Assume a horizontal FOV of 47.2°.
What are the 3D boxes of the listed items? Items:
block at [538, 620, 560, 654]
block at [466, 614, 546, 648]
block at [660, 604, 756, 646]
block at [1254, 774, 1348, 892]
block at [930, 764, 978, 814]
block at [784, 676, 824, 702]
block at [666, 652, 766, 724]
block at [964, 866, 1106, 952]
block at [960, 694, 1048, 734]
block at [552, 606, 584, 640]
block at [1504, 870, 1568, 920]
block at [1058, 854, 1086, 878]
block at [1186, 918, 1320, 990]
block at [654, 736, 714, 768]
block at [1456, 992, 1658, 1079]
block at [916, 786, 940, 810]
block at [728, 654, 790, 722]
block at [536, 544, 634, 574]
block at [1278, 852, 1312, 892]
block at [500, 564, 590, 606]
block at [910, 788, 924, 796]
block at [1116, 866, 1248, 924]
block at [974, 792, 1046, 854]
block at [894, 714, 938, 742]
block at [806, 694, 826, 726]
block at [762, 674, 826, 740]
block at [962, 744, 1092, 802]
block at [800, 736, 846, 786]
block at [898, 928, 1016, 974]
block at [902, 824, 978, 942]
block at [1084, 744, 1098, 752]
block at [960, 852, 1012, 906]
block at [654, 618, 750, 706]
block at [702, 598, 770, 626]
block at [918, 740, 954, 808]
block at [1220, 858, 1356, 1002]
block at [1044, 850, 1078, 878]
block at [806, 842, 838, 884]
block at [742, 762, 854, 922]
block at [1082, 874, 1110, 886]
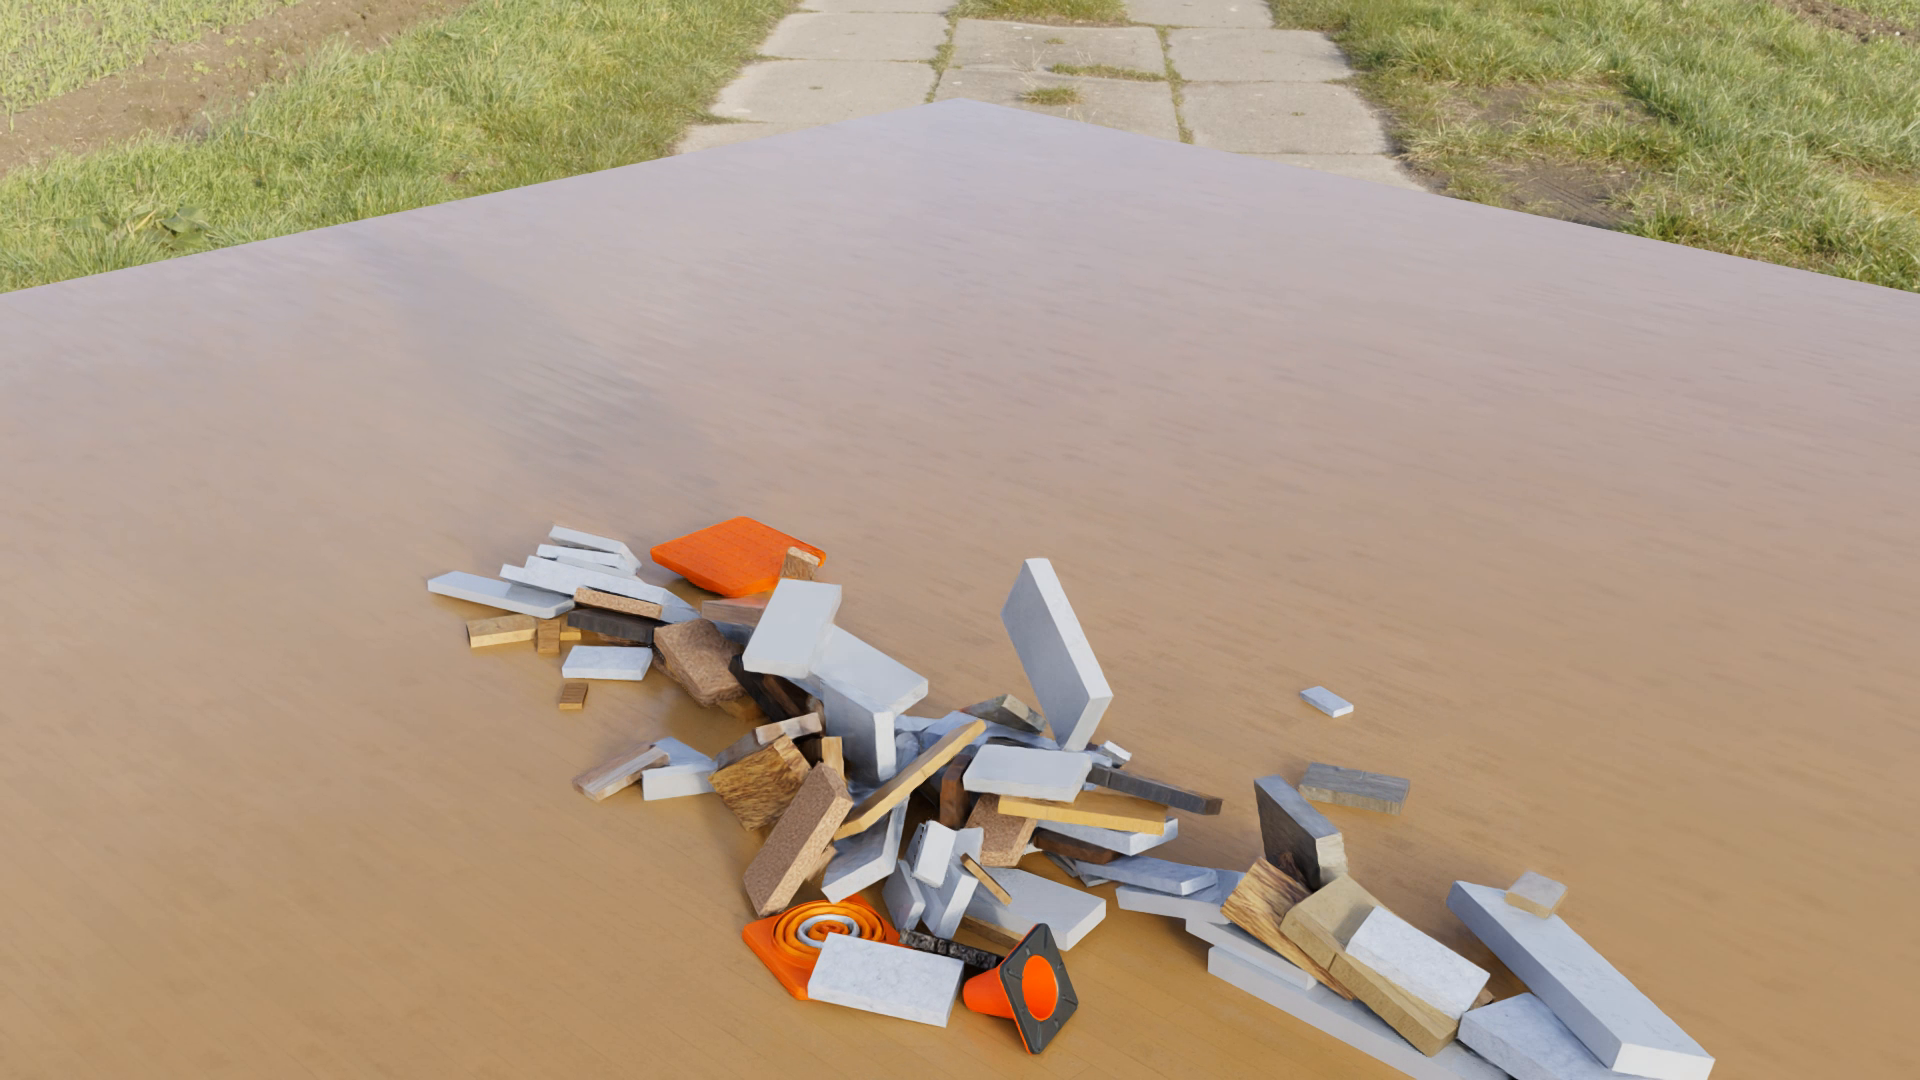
[{"bbox_3d":[-0.966,0.226,5.171,0.050,0.014,0.100,-2,40,-6],"label":"block"},{"bbox_3d":[-1.074,0.212,5.228,0.186,0.026,0.093,-7,24,-17],"label":"block"},{"bbox_3d":[-0.552,0.207,5.148,0.275,0.039,0.138,15,-1,31],"label":"block"},{"bbox_3d":[0.637,0.575,4.090,0.050,0.176,0.352,-12,13,-8],"label":"block"},{"bbox_3d":[0.058,0.526,4.389,0.117,0.033,0.233,-17,45,-39],"label":"block"},{"bbox_3d":[-0.267,0.303,4.695,0.122,0.035,0.244,-11,25,-38],"label":"block"},{"bbox_3d":[-0.521,0.309,4.919,0.264,0.037,0.132,31,37,32],"label":"block"},{"bbox_3d":[0.119,0.670,4.063,0.269,0.038,0.135,15,27,31],"label":"block"},{"bbox_3d":[0.085,0.372,4.527,0.208,0.104,0.029,-25,35,59],"label":"block"},{"bbox_3d":[-0.940,0.200,5.264,0.072,0.020,0.144,-2,23,-5],"label":"block"},{"bbox_3d":[1.061,0.651,4.045,0.081,0.023,0.162,22,15,23],"label":"block"},{"bbox_3d":[0.223,0.607,4.233,0.048,0.014,0.095,-16,42,-32],"label":"block"},{"bbox_3d":[0.551,0.707,3.926,0.268,0.038,0.134,21,31,40],"label":"block"},{"bbox_3d":[-0.594,0.463,4.639,0.078,0.022,0.157,-21,31,-40],"label":"block"},{"bbox_3d":[0.988,0.851,3.554,0.167,0.047,0.334,-6,24,-37],"label":"block"},{"bbox_3d":[-0.049,0.497,4.499,0.077,0.022,0.155,-17,45,-39],"label":"block"},{"bbox_3d":[-0.377,0.337,4.788,0.132,0.037,0.264,-11,45,-40],"label":"block"},{"bbox_3d":[-0.936,0.057,5.501,0.219,0.031,0.109,7,-19,16],"label":"block"},{"bbox_3d":[0.626,0.658,4.020,0.023,0.081,0.163,-17,43,-7],"label":"block"},{"bbox_3d":[-0.994,0.115,5.360,0.234,0.033,0.117,12,-15,27],"label":"block"},{"bbox_3d":[-0.094,0.467,4.563,0.077,0.022,0.155,-1,38,-24],"label":"block"},{"bbox_3d":[0.426,0.641,3.999,0.134,0.038,0.268,-21,12,-38],"label":"block"},{"bbox_3d":[0.113,0.524,4.351,0.117,0.033,0.233,-6,38,-33],"label":"block"},{"bbox_3d":[-0.121,0.391,4.591,0.155,0.022,0.077,3,16,38],"label":"block"},{"bbox_3d":[-0.207,0.397,4.662,0.122,0.035,0.244,-12,45,-41],"label":"block"},{"bbox_3d":[-0.307,0.360,4.727,0.122,0.035,0.244,-11,44,-40],"label":"block"},{"bbox_3d":[0.128,0.441,4.171,0.220,0.031,0.110,4,32,23],"label":"block"},{"bbox_3d":[-0.271,0.462,4.349,0.039,0.136,0.273,-4,-6,-13],"label":"block"},{"bbox_3d":[-0.005,0.735,3.929,0.190,0.027,0.095,12,-10,25],"label":"block"},{"bbox_3d":[-0.047,0.631,4.076,0.035,0.124,0.248,21,7,-24],"label":"block"},{"bbox_3d":[0.280,0.455,4.669,0.113,0.016,0.056,13,26,28],"label":"block"},{"bbox_3d":[0.047,0.617,4.003,0.016,0.113,0.056,-46,8,-3],"label":"block"},{"bbox_3d":[-0.568,0.269,4.899,0.132,0.037,0.264,-12,37,-28],"label":"block"},{"bbox_3d":[-0.434,0.163,4.944,0.283,0.040,0.142,4,6,44],"label":"block"},{"bbox_3d":[-0.020,0.490,4.470,0.117,0.033,0.233,-15,44,-38],"label":"block"},{"bbox_3d":[0.601,0.677,3.836,0.268,0.038,0.134,33,40,15],"label":"block"},{"bbox_3d":[0.212,0.622,4.276,0.048,0.014,0.095,-14,27,-30],"label":"block"},{"bbox_3d":[-0.279,0.601,4.201,0.077,0.022,0.154,-49,13,-4],"label":"block"},{"bbox_3d":[-0.305,0.564,4.113,0.039,0.275,0.138,28,10,-27],"label":"block"},{"bbox_3d":[0.244,0.627,4.234,0.048,0.014,0.095,-10,38,-25],"label":"block"}]
